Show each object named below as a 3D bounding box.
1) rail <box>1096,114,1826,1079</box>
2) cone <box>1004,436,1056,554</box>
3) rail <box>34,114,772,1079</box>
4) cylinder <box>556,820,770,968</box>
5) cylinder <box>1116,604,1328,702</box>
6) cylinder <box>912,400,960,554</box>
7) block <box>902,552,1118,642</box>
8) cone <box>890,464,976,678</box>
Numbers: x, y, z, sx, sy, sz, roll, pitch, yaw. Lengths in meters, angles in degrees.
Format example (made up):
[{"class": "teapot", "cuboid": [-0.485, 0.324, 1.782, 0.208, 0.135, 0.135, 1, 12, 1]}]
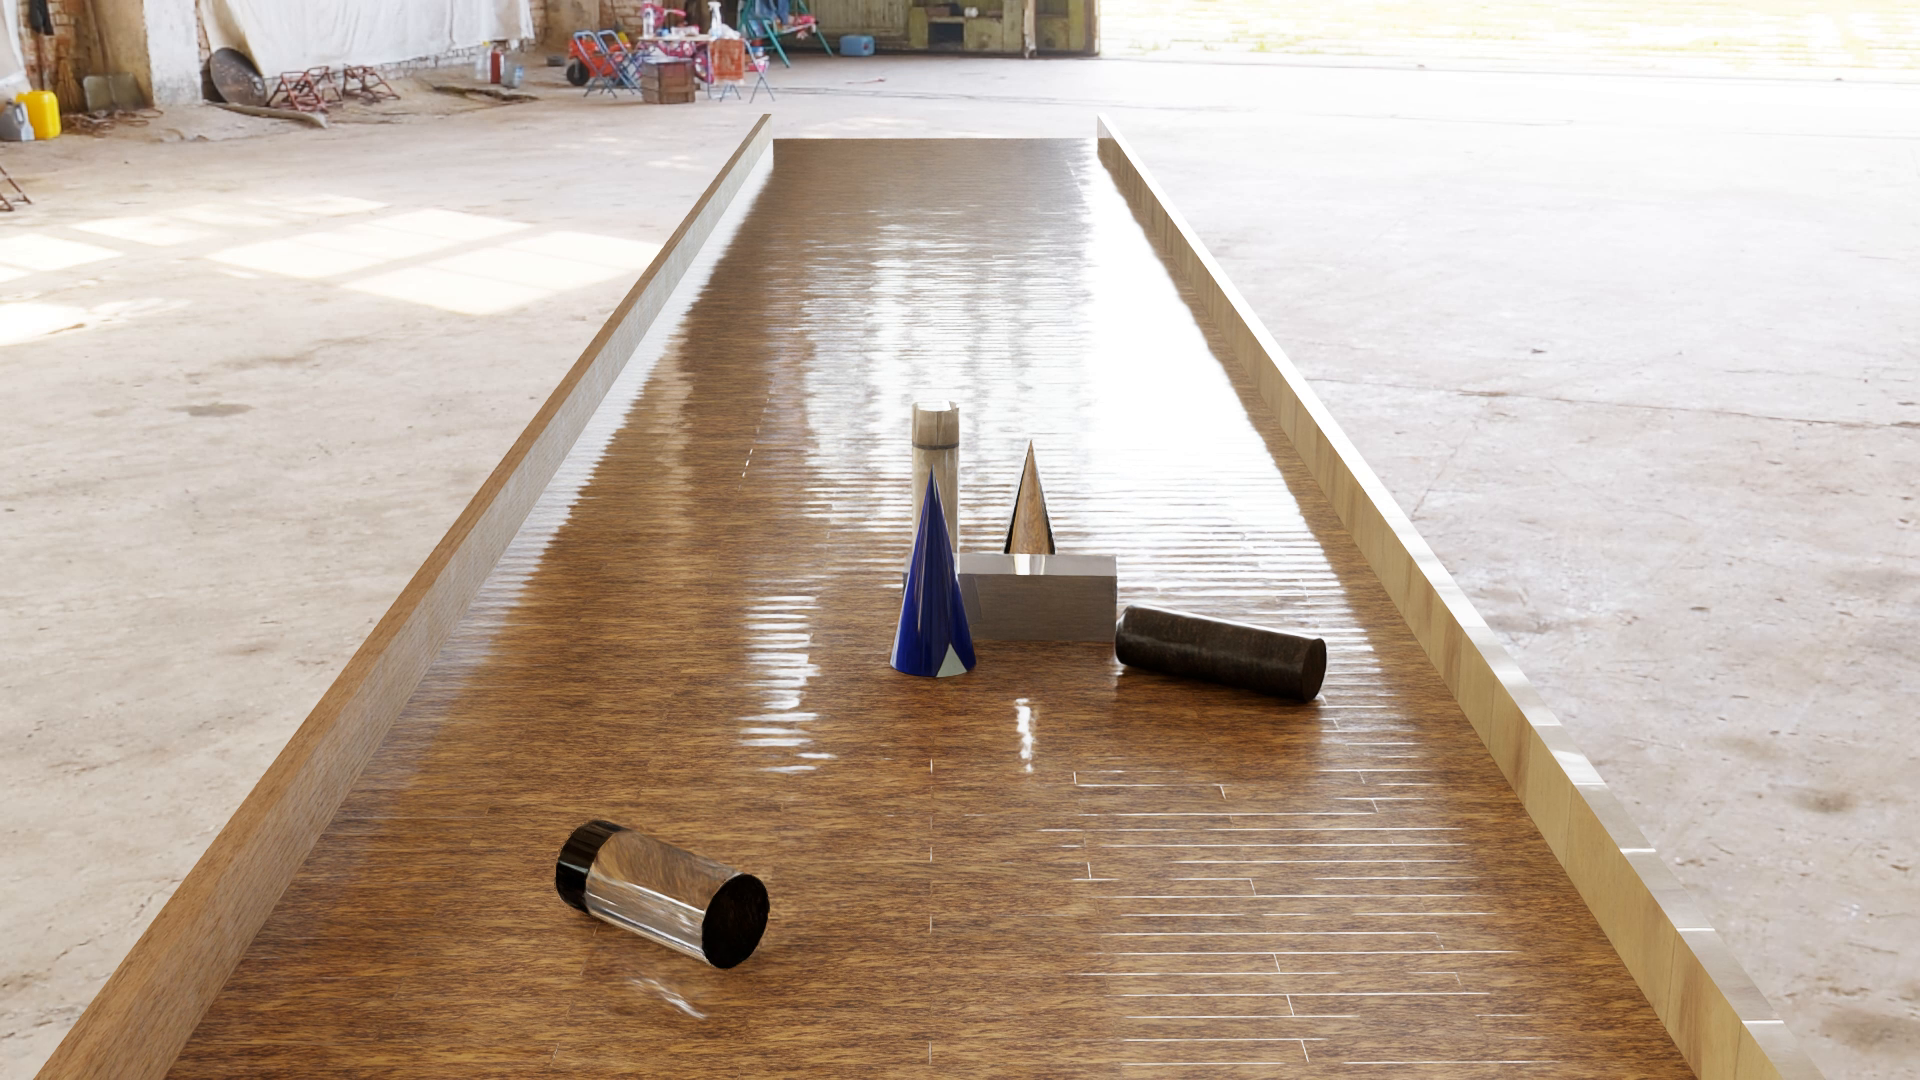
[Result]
[{"class": "rail", "cuboid": [0.932, -0.844, 7.801, 0.050, 0.150, 12.000, 0, 17, -1]}, {"class": "cone", "cuboid": [0.150, -0.038, 4.698, 0.167, 0.375, 0.167, 0, 17, 0]}, {"class": "rail", "cuboid": [-1.118, -0.838, 7.780, 0.050, 0.150, 12.000, 0, 17, -1]}, {"class": "cylinder", "cuboid": [-0.440, 0.519, 3.238, 0.306, 0.140, 0.140, 13, 21, 37]}, {"class": "cylinder", "cuboid": [0.506, 0.217, 4.280, 0.395, 0.124, 0.124, 10, 19, 30]}, {"class": "cylinder", "cuboid": [-0.053, -0.104, 4.873, 0.105, 0.400, 0.105, 0, 17, 0]}, {"class": "block", "cuboid": [0.106, 0.118, 4.582, 0.439, 0.142, 0.142, 1, 17, 3]}, {"class": "cone", "cuboid": [-0.054, 0.046, 4.344, 0.174, 0.414, 0.174, 0, 17, 0]}]
